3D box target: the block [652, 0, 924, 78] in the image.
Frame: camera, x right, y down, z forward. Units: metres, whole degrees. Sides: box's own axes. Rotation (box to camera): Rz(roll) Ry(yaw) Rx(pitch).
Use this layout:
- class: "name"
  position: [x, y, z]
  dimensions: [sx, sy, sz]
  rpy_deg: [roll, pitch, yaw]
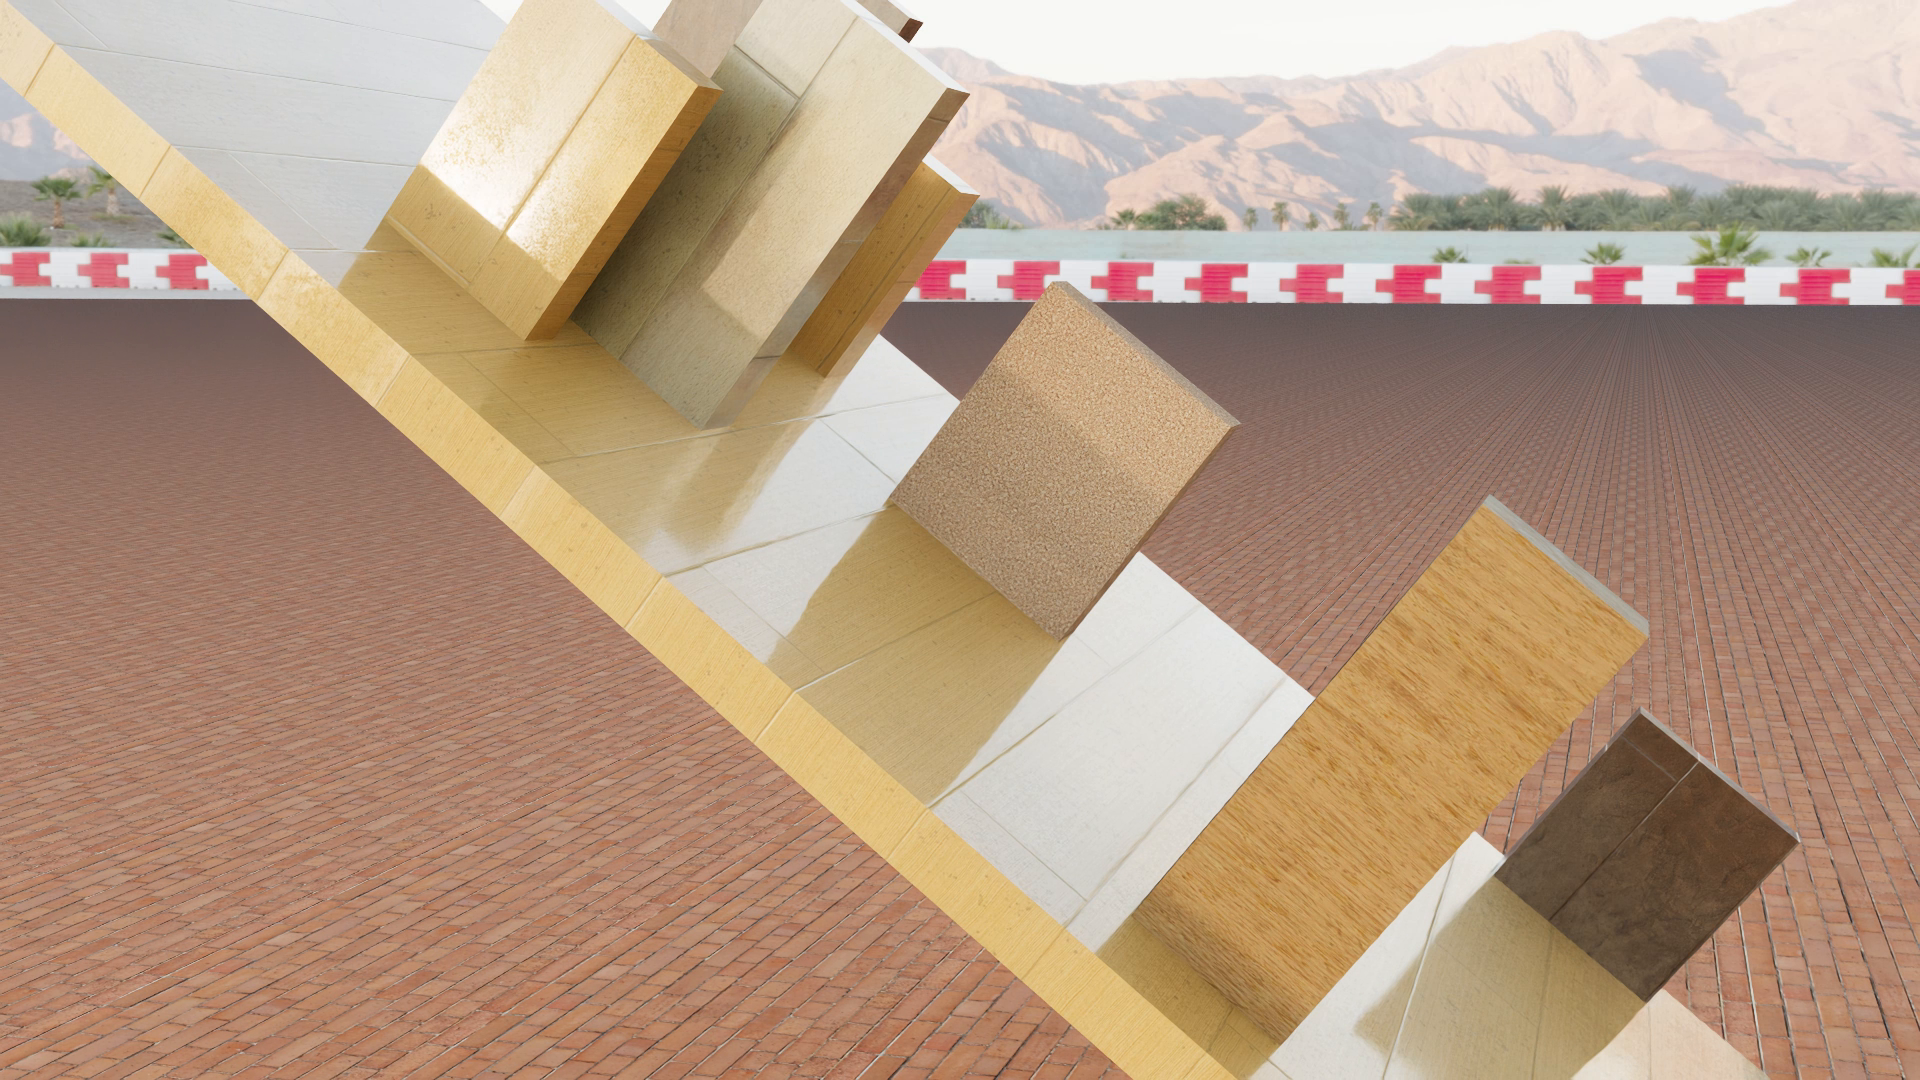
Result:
- class: "block"
  position: [-0.443, -0.846, 4.281]
  dimensions: [0.412, 0.703, 0.086]
  rpy_deg: [40, 16, 9]

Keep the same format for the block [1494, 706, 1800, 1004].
- class: "block"
  position: [1.418, 0.652, 4.562]
  dimensions: [0.402, 0.460, 0.082]
  rpy_deg: [40, 16, 9]

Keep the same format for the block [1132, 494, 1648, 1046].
- class: "block"
  position: [0.604, 0.329, 3.127]
  dimensions: [0.279, 0.780, 0.148]
  rpy_deg: [40, 16, 9]

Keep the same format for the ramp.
- class: "ramp"
  position: [-0.030, 0.083, 4.054]
  dimensions: [4.000, 0.100, 2.000]
  rpy_deg: [40, 16, 9]

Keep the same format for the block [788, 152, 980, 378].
- class: "block"
  position: [-0.237, -0.620, 4.519]
  dimensions: [0.320, 0.472, 0.136]
  rpy_deg: [40, 16, 9]

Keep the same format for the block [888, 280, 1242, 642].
- class: "block"
  position: [0.189, -0.146, 4.049]
  dimensions: [0.417, 0.509, 0.109]
  rpy_deg: [40, 16, 9]

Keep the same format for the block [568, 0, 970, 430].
- class: "block"
  position: [-0.340, -0.573, 3.725]
  dimensions: [0.341, 0.714, 0.131]
  rpy_deg: [40, 16, 9]

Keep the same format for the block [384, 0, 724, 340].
- class: "block"
  position: [-0.660, -0.621, 3.551]
  dimensions: [0.321, 0.504, 0.102]
  rpy_deg: [40, 16, 9]
